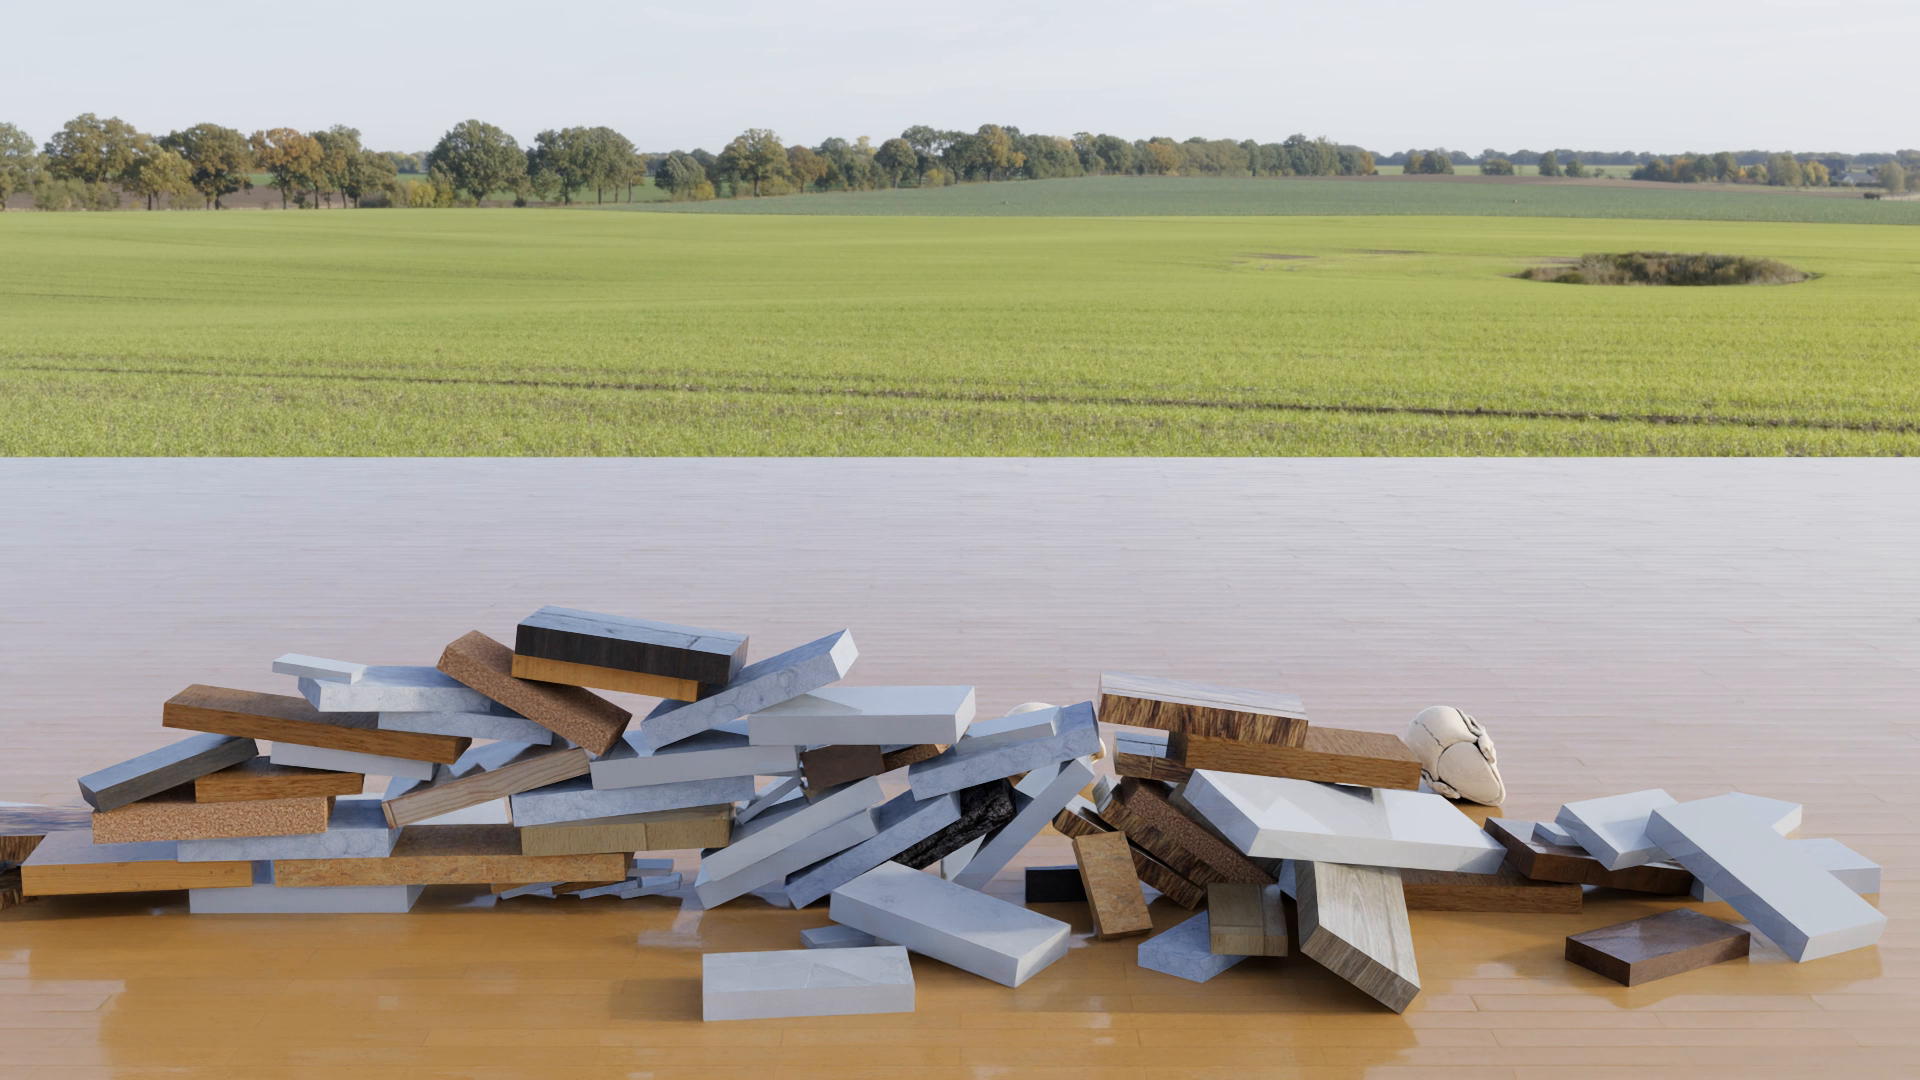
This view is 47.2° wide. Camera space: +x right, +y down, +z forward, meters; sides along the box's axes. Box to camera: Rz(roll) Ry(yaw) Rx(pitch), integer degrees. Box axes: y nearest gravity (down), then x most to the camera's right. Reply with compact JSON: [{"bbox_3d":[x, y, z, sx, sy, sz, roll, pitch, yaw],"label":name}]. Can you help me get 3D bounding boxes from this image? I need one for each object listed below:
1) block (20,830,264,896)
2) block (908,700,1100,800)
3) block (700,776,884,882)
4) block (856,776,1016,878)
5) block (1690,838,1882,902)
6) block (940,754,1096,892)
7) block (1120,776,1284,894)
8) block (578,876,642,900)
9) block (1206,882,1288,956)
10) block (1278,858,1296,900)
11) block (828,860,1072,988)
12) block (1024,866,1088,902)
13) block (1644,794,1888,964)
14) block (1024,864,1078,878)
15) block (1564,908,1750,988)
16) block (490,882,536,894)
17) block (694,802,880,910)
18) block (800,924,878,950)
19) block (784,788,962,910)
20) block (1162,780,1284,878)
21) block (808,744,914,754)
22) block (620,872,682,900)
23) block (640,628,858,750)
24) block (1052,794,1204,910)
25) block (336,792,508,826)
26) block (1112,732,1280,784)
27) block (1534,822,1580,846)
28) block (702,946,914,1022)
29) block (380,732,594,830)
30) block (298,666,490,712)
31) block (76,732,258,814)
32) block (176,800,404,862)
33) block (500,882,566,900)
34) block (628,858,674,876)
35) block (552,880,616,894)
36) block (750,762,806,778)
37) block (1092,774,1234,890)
[{"bbox_3d":[-1.332,0.523,3.613,0.353,0.050,0.176,-1,11,-8],"label":"block"},{"bbox_3d":[0.074,0.347,3.636,0.312,0.044,0.156,-16,10,5],"label":"block"},{"bbox_3d":[-0.281,0.459,3.642,0.310,0.044,0.155,-26,10,-5],"label":"block"},{"bbox_3d":[-0.054,0.493,3.655,0.312,0.044,0.156,-30,9,5],"label":"block"},{"bbox_3d":[1.369,0.557,3.722,0.314,0.044,0.157,-2,11,-8],"label":"block"},{"bbox_3d":[0.093,0.464,3.650,0.044,0.312,0.156,44,7,-8],"label":"block"},{"bbox_3d":[0.401,0.487,3.657,0.295,0.042,0.148,35,9,-5],"label":"block"},{"bbox_3d":[-0.583,0.574,3.664,0.097,0.014,0.049,-11,10,1],"label":"block"},{"bbox_3d":[0.444,0.587,3.416,0.115,0.033,0.229,1,11,5],"label":"block"},{"bbox_3d":[0.602,0.544,3.588,0.148,0.042,0.295,36,16,4],"label":"block"},{"bbox_3d":[-0.016,0.591,3.406,0.335,0.047,0.167,15,17,28],"label":"block"},{"bbox_3d":[0.164,0.568,3.632,0.112,0.056,0.016,-1,11,-4],"label":"block"},{"bbox_3d":[1.286,0.536,3.524,0.174,0.049,0.347,-6,31,-28],"label":"block"},{"bbox_3d":[0.170,0.563,3.685,0.112,0.016,0.056,-3,11,-16],"label":"block"},{"bbox_3d":[1.074,0.624,3.383,0.259,0.037,0.130,-6,12,-30],"label":"block"},{"bbox_3d":[-0.724,0.560,3.657,0.106,0.015,0.053,-15,11,-2],"label":"block"},{"bbox_3d":[-0.284,0.508,3.652,0.310,0.044,0.155,-24,10,4],"label":"block"},{"bbox_3d":[-0.178,0.622,3.447,0.128,0.018,0.064,-5,11,-23],"label":"block"},{"bbox_3d":[-0.144,0.495,3.650,0.310,0.044,0.155,-30,10,5],"label":"block"},{"bbox_3d":[0.472,0.481,3.684,0.295,0.042,0.148,36,9,-4],"label":"block"},{"bbox_3d":[-0.167,0.341,3.648,0.170,0.024,0.085,-14,10,-5],"label":"block"},{"bbox_3d":[-0.514,0.576,3.664,0.097,0.014,0.049,-10,11,1],"label":"block"},{"bbox_3d":[-0.344,0.244,3.618,0.339,0.048,0.170,-21,7,10],"label":"block"},{"bbox_3d":[0.274,0.507,3.637,0.268,0.038,0.134,31,9,-6],"label":"block"},{"bbox_3d":[-0.948,0.495,3.850,0.302,0.043,0.151,5,15,-18],"label":"block"},{"bbox_3d":[0.390,0.368,3.639,0.268,0.038,0.134,7,10,0],"label":"block"},{"bbox_3d":[1.020,0.492,3.662,0.115,0.016,0.058,8,12,-25],"label":"block"},{"bbox_3d":[-0.225,0.650,3.230,0.303,0.043,0.152,-1,11,-6],"label":"block"},{"bbox_3d":[-0.774,0.382,3.633,0.336,0.048,0.168,-16,13,-3],"label":"block"},{"bbox_3d":[-0.920,0.242,3.580,0.277,0.039,0.139,3,10,-31],"label":"block"},{"bbox_3d":[-1.278,0.366,3.552,0.256,0.036,0.128,-21,15,-30],"label":"block"},{"bbox_3d":[-1.095,0.476,3.613,0.331,0.047,0.166,-1,11,-5],"label":"block"},{"bbox_3d":[-0.709,0.570,3.665,0.106,0.015,0.053,-15,11,-2],"label":"block"},{"bbox_3d":[-0.527,0.544,3.655,0.097,0.014,0.049,0,11,2],"label":"block"},{"bbox_3d":[-0.623,0.567,3.667,0.106,0.015,0.053,-10,10,5],"label":"block"},{"bbox_3d":[-0.295,0.376,3.649,0.122,0.017,0.061,4,8,-12],"label":"block"},{"bbox_3d":[0.343,0.497,3.650,0.268,0.038,0.134,35,8,-8],"label":"block"}]
